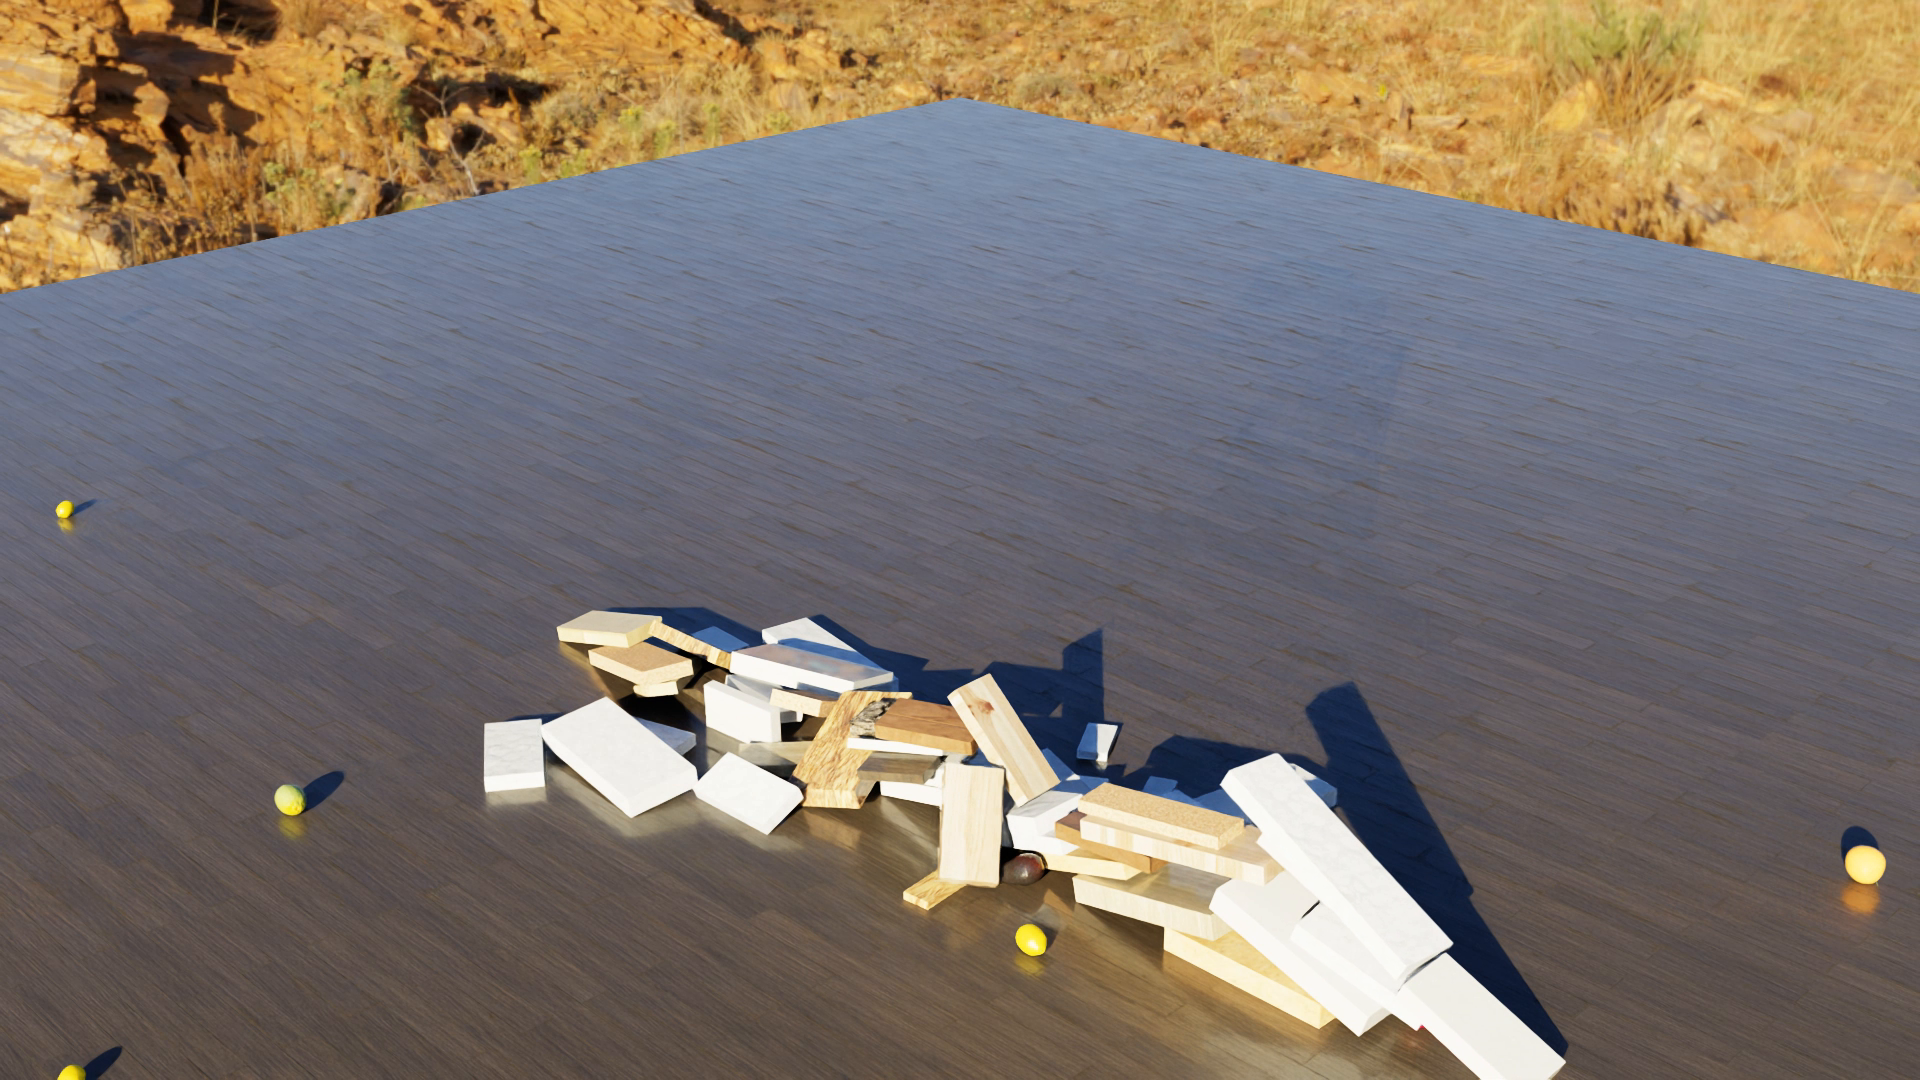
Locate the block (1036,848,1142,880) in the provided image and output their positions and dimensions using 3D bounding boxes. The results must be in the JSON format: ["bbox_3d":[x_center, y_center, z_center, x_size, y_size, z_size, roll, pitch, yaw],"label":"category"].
[{"bbox_3d":[0.268,0.598,4.186,0.117,0.033,0.235,-21,13,-40],"label":"block"}]

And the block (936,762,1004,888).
[{"bbox_3d":[0.020,0.546,4.213,0.113,0.032,0.226,7,66,-9],"label":"block"}]

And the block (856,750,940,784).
[{"bbox_3d":[-0.122,0.452,4.366,0.150,0.021,0.075,1,27,28],"label":"block"}]

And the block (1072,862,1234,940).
[{"bbox_3d":[0.394,0.649,4.071,0.173,0.049,0.346,-20,18,-39],"label":"block"}]

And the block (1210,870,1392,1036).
[{"bbox_3d":[0.624,0.702,3.849,0.173,0.049,0.347,-22,49,-41],"label":"block"}]

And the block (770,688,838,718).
[{"bbox_3d":[-0.298,0.355,4.750,0.120,0.034,0.240,12,0,25],"label":"block"}]

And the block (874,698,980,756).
[{"bbox_3d":[-0.049,0.371,4.391,0.217,0.031,0.108,8,31,27],"label":"block"}]

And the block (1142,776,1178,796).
[{"bbox_3d":[0.403,0.523,4.506,0.060,0.017,0.120,8,24,18],"label":"block"}]

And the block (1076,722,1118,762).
[{"bbox_3d":[0.295,0.433,4.717,0.065,0.018,0.130,6,24,13],"label":"block"}]

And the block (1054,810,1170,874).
[{"bbox_3d":[0.304,0.555,4.124,0.117,0.033,0.235,-21,26,-41],"label":"block"}]

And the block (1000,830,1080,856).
[{"bbox_3d":[0.158,0.567,4.293,0.117,0.033,0.235,-20,13,-39],"label":"block"}]

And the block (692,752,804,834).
[{"bbox_3d":[-0.431,0.512,4.460,0.217,0.031,0.108,21,55,40],"label":"block"}]

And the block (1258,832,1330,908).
[{"bbox_3d":[0.615,0.567,3.882,0.172,0.024,0.086,42,39,22],"label":"block"}]

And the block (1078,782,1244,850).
[{"bbox_3d":[0.368,0.506,4.045,0.310,0.024,0.086,11,24,38],"label":"block"}]

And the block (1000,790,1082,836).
[{"bbox_3d":[0.103,0.533,4.345,0.135,0.038,0.271,-20,13,-40],"label":"block"}]

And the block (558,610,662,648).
[{"bbox_3d":[-0.822,0.208,5.167,0.235,0.033,0.117,3,20,38],"label":"block"}]

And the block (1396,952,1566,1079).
[{"bbox_3d":[0.865,0.815,3.660,0.131,0.037,0.262,-23,56,-42],"label":"block"}]

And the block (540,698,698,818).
[{"bbox_3d":[-0.714,0.450,4.594,0.162,0.046,0.359,-24,35,-31],"label":"block"}]

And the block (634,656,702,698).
[{"bbox_3d":[-0.654,0.308,4.939,0.098,0.028,0.195,-7,12,11],"label":"block"}]

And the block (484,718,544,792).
[{"bbox_3d":[-0.942,0.453,4.649,0.120,0.034,0.240,-4,23,-10],"label":"block"}]

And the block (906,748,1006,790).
[{"bbox_3d":[-0.009,0.450,4.412,0.271,0.038,0.135,5,21,35],"label":"block"}]

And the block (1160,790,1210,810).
[{"bbox_3d":[0.458,0.578,4.293,0.135,0.038,0.269,-18,28,-30],"label":"block"}]

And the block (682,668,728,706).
[{"bbox_3d":[-0.525,0.346,4.911,0.098,0.028,0.195,-18,29,-36],"label":"block"}]

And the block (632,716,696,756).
[{"bbox_3d":[-0.680,0.426,4.720,0.202,0.029,0.101,12,26,27],"label":"block"}]

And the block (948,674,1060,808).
[{"bbox_3d":[0.087,0.393,4.331,0.108,0.031,0.258,-22,75,-48],"label":"block"}]

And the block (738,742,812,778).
[{"bbox_3d":[-0.364,0.462,4.634,0.202,0.029,0.101,-2,23,-4],"label":"block"}]

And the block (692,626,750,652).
[{"bbox_3d":[-0.564,0.243,5.164,0.069,0.020,0.139,-19,30,-38],"label":"block"}]

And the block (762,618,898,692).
[{"bbox_3d":[-0.301,0.277,5.064,0.120,0.034,0.399,-15,27,-32],"label":"block"}]

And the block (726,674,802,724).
[{"bbox_3d":[-0.431,0.347,4.831,0.098,0.028,0.195,-3,24,-30],"label":"block"}]

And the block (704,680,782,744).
[{"bbox_3d":[-0.468,0.381,4.734,0.202,0.101,0.029,18,31,37],"label":"block"}]

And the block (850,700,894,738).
[{"bbox_3d":[-0.100,0.372,4.503,0.226,0.032,0.113,2,19,24],"label":"block"}]

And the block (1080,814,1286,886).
[{"bbox_3d":[0.418,0.544,4.016,0.389,0.037,0.131,10,23,37],"label":"block"}]

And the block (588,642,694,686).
[{"bbox_3d":[-0.725,0.276,4.976,0.117,0.033,0.314,-14,13,-29],"label":"block"}]

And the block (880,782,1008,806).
[{"bbox_3d":[-0.026,0.493,4.463,0.135,0.038,0.271,-20,15,-39],"label":"block"}]

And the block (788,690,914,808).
[{"bbox_3d":[-0.224,0.432,4.564,0.162,0.046,0.323,0,34,24],"label":"block"}]

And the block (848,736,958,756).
[{"bbox_3d":[-0.115,0.415,4.432,0.216,0.020,0.070,2,-1,27],"label":"block"}]

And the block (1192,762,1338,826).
[{"bbox_3d":[0.618,0.532,4.459,0.269,0.038,0.135,-15,27,-32],"label":"block"}]

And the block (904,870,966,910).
[{"bbox_3d":[-0.046,0.661,4.182,0.060,0.017,0.120,18,29,35],"label":"block"}]

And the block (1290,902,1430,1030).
[{"bbox_3d":[0.713,0.720,3.783,0.262,0.037,0.131,34,39,25],"label":"block"}]

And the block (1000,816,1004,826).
[{"bbox_3d":[0.034,0.553,4.295,0.017,0.120,0.060,11,48,-44],"label":"block"}]

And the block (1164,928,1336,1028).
[{"bbox_3d":[0.555,0.746,3.940,0.346,0.049,0.173,21,31,40],"label":"block"}]

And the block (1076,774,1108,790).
[{"bbox_3d":[0.232,0.510,4.535,0.139,0.020,0.070,5,24,12],"label":"block"}]

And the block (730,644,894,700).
[{"bbox_3d":[-0.329,0.293,4.873,0.323,0.046,0.162,12,11,29],"label":"block"}]

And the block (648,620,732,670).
[{"bbox_3d":[-0.597,0.248,5.056,0.235,0.033,0.117,20,-4,39],"label":"block"}]

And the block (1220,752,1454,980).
[{"bbox_3d":[0.657,0.565,3.856,0.135,0.038,0.465,-13,51,-41],"label":"block"}]

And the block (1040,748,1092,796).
[{"bbox_3d":[0.195,0.514,4.468,0.113,0.032,0.249,-17,33,-24],"label":"block"}]
